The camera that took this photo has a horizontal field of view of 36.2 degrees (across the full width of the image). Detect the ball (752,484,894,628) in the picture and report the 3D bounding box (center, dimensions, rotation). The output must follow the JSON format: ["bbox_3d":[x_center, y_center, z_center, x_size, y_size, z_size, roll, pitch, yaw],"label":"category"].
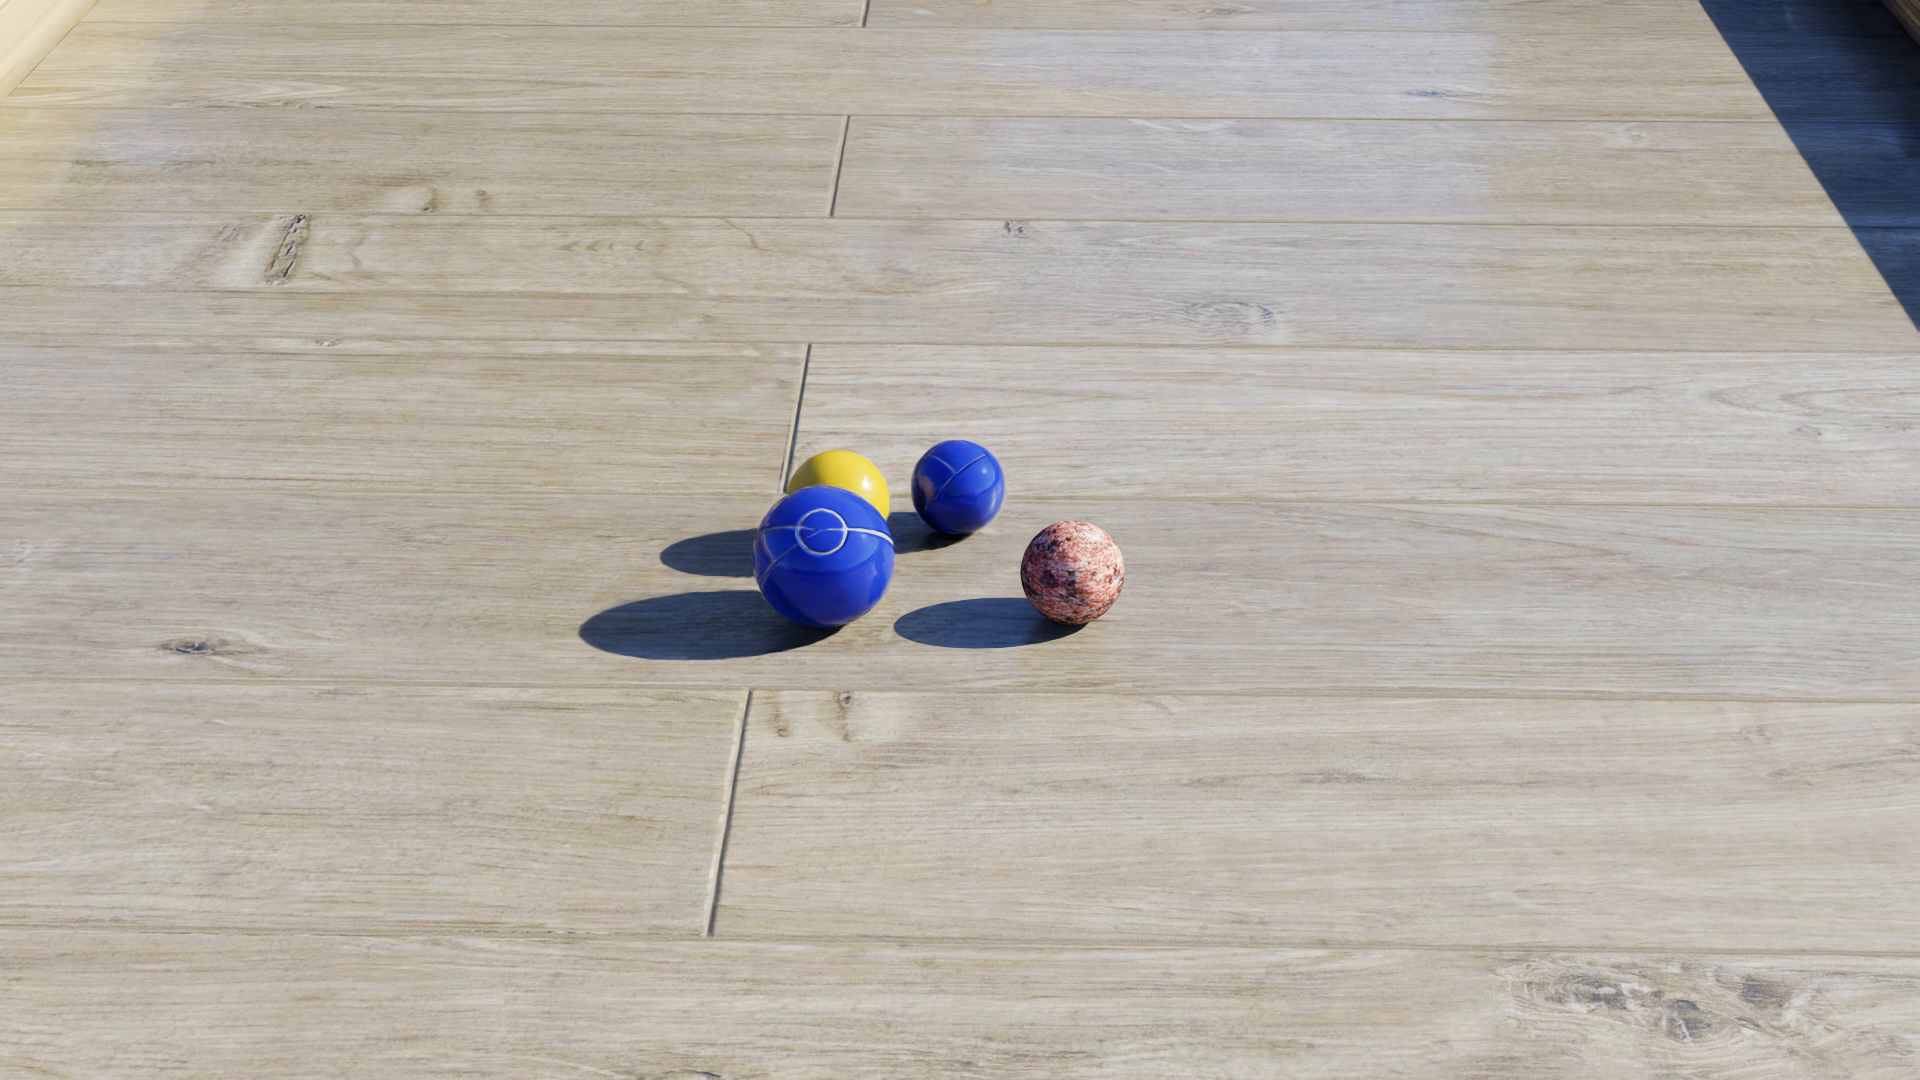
[{"bbox_3d":[-0.082,0.010,1.765,0.086,0.086,0.086,0,28,0],"label":"ball"}]

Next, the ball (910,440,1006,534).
[{"bbox_3d":[-0.001,-0.034,1.876,0.061,0.061,0.061,0,28,0],"label":"ball"}]

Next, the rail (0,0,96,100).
[{"bbox_3d":[-0.837,-0.394,2.511,0.045,0.111,3.173,1,28,1],"label":"rail"}]

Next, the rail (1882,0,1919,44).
[{"bbox_3d":[0.875,-0.375,2.475,0.045,0.111,3.173,1,28,1],"label":"rail"}]

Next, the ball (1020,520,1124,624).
[{"bbox_3d":[0.068,0.020,1.771,0.063,0.063,0.063,0,28,0],"label":"ball"}]

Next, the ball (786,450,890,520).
[{"bbox_3d":[-0.077,-0.024,1.851,0.066,0.066,0.066,0,28,0],"label":"ball"}]
